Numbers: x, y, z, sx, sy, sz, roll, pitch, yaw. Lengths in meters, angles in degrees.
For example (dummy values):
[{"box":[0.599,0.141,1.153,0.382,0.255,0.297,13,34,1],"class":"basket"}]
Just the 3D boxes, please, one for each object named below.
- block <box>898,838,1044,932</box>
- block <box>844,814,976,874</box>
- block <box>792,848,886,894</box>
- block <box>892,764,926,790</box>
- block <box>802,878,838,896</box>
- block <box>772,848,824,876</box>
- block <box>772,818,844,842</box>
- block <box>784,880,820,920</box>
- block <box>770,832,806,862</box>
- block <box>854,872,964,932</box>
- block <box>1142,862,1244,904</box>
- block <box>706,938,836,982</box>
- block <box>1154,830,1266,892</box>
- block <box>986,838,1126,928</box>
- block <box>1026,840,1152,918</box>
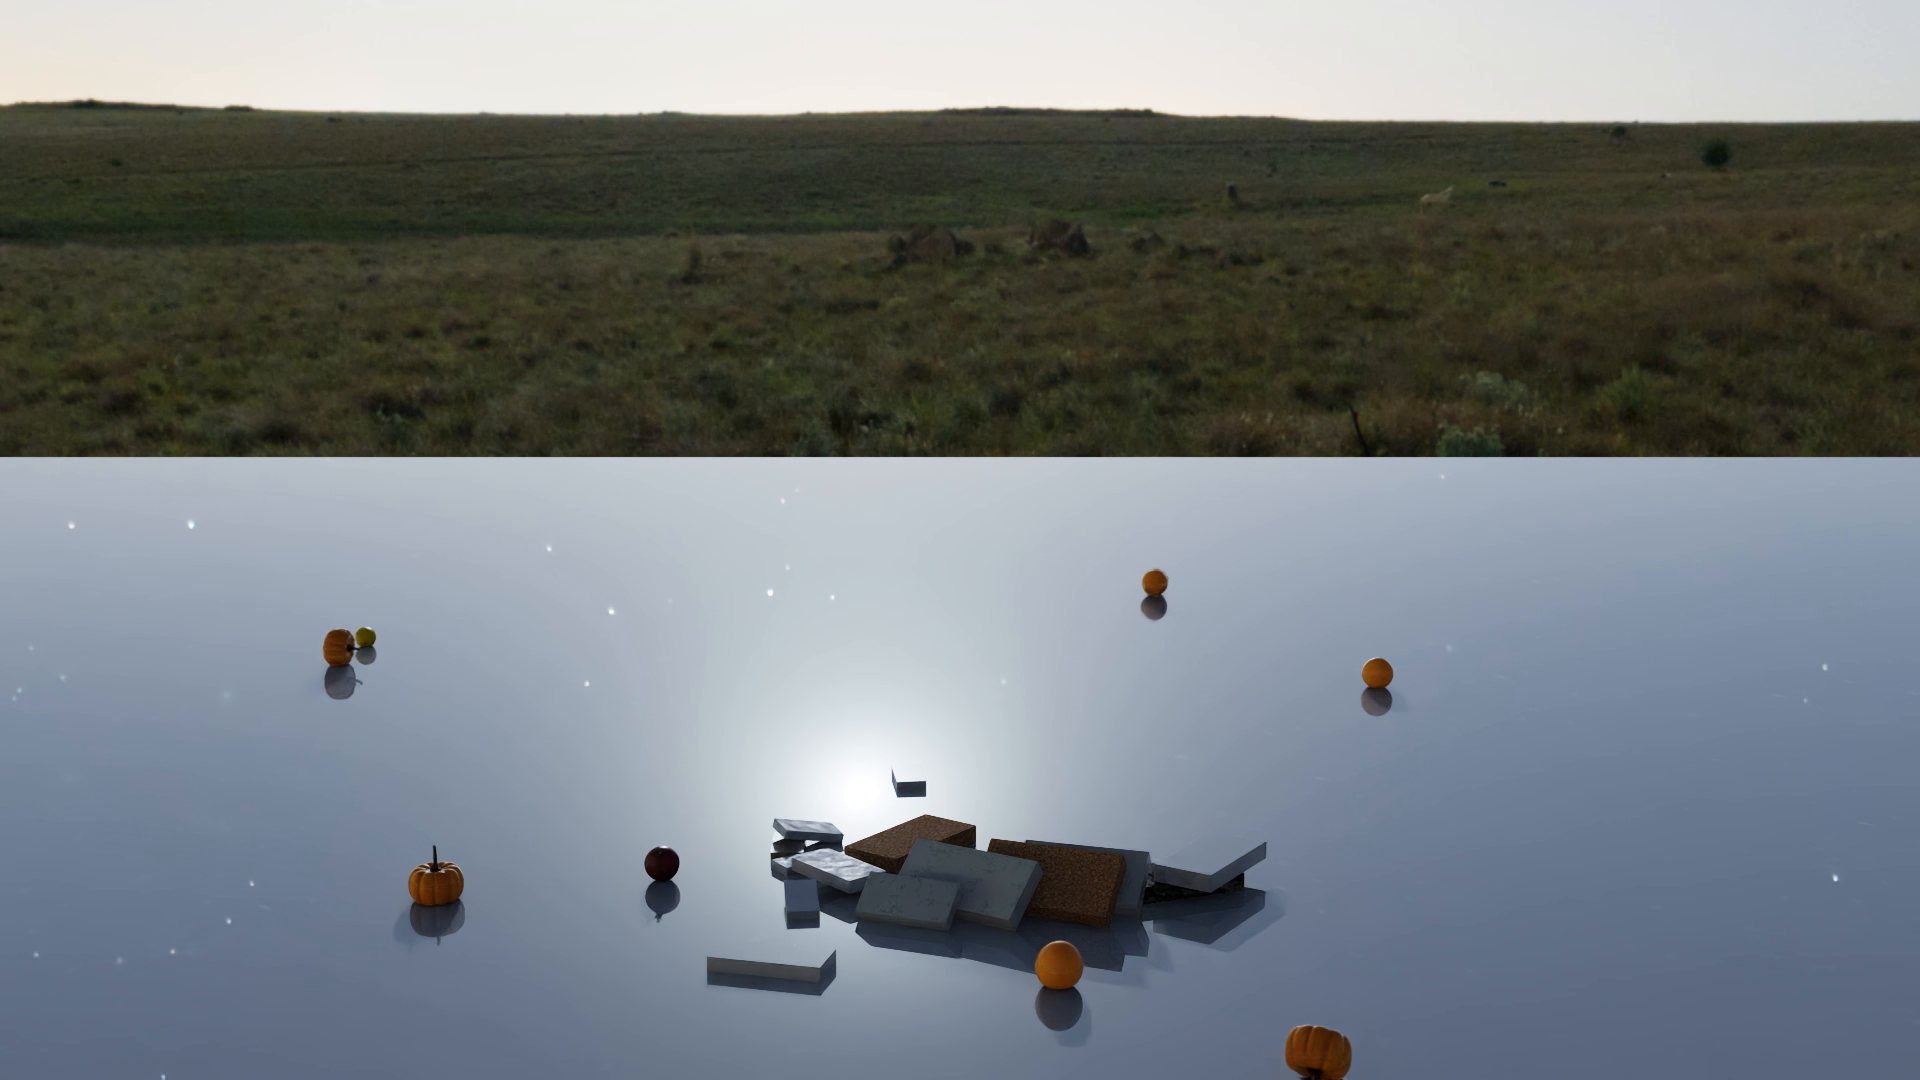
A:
[{"box":[0.008,0.559,3.575,0.230,0.033,0.115,6,50,31],"class":"block"},{"box":[-0.086,0.536,3.870,0.115,0.033,0.230,8,13,36],"class":"block"},{"box":[-0.204,0.557,3.704,0.079,0.022,0.157,-9,14,-40],"class":"block"},{"box":[-0.101,0.464,4.304,0.057,0.016,0.114,-1,11,-7],"class":"block"},{"box":[-0.221,0.576,3.702,0.106,0.015,0.053,-10,14,-43],"class":"block"},{"box":[-0.267,0.557,3.804,0.106,0.015,0.053,-7,13,-34],"class":"block"},{"box":[-0.271,0.519,3.925,0.114,0.016,0.057,9,11,-30],"class":"block"},{"box":[-0.259,0.588,3.596,0.053,0.015,0.106,-1,19,-7],"class":"block"},{"box":[-0.303,0.541,3.887,0.057,0.016,0.114,0,11,-1],"class":"block"},{"box":[-0.082,0.581,3.540,0.158,0.022,0.079,4,48,21],"class":"block"},{"box":[0.359,0.571,3.692,0.210,0.030,0.105,-4,11,-21],"class":"block"},{"box":[-0.286,0.639,3.345,0.180,0.022,0.079,3,11,14],"class":"block"},{"box":[0.422,0.539,3.697,0.105,0.030,0.210,7,12,32],"class":"block"},{"box":[0.145,0.556,3.578,0.230,0.033,0.115,4,52,22],"class":"block"},{"box":[0.200,0.555,3.610,0.210,0.030,0.105,3,52,17],"class":"block"}]
